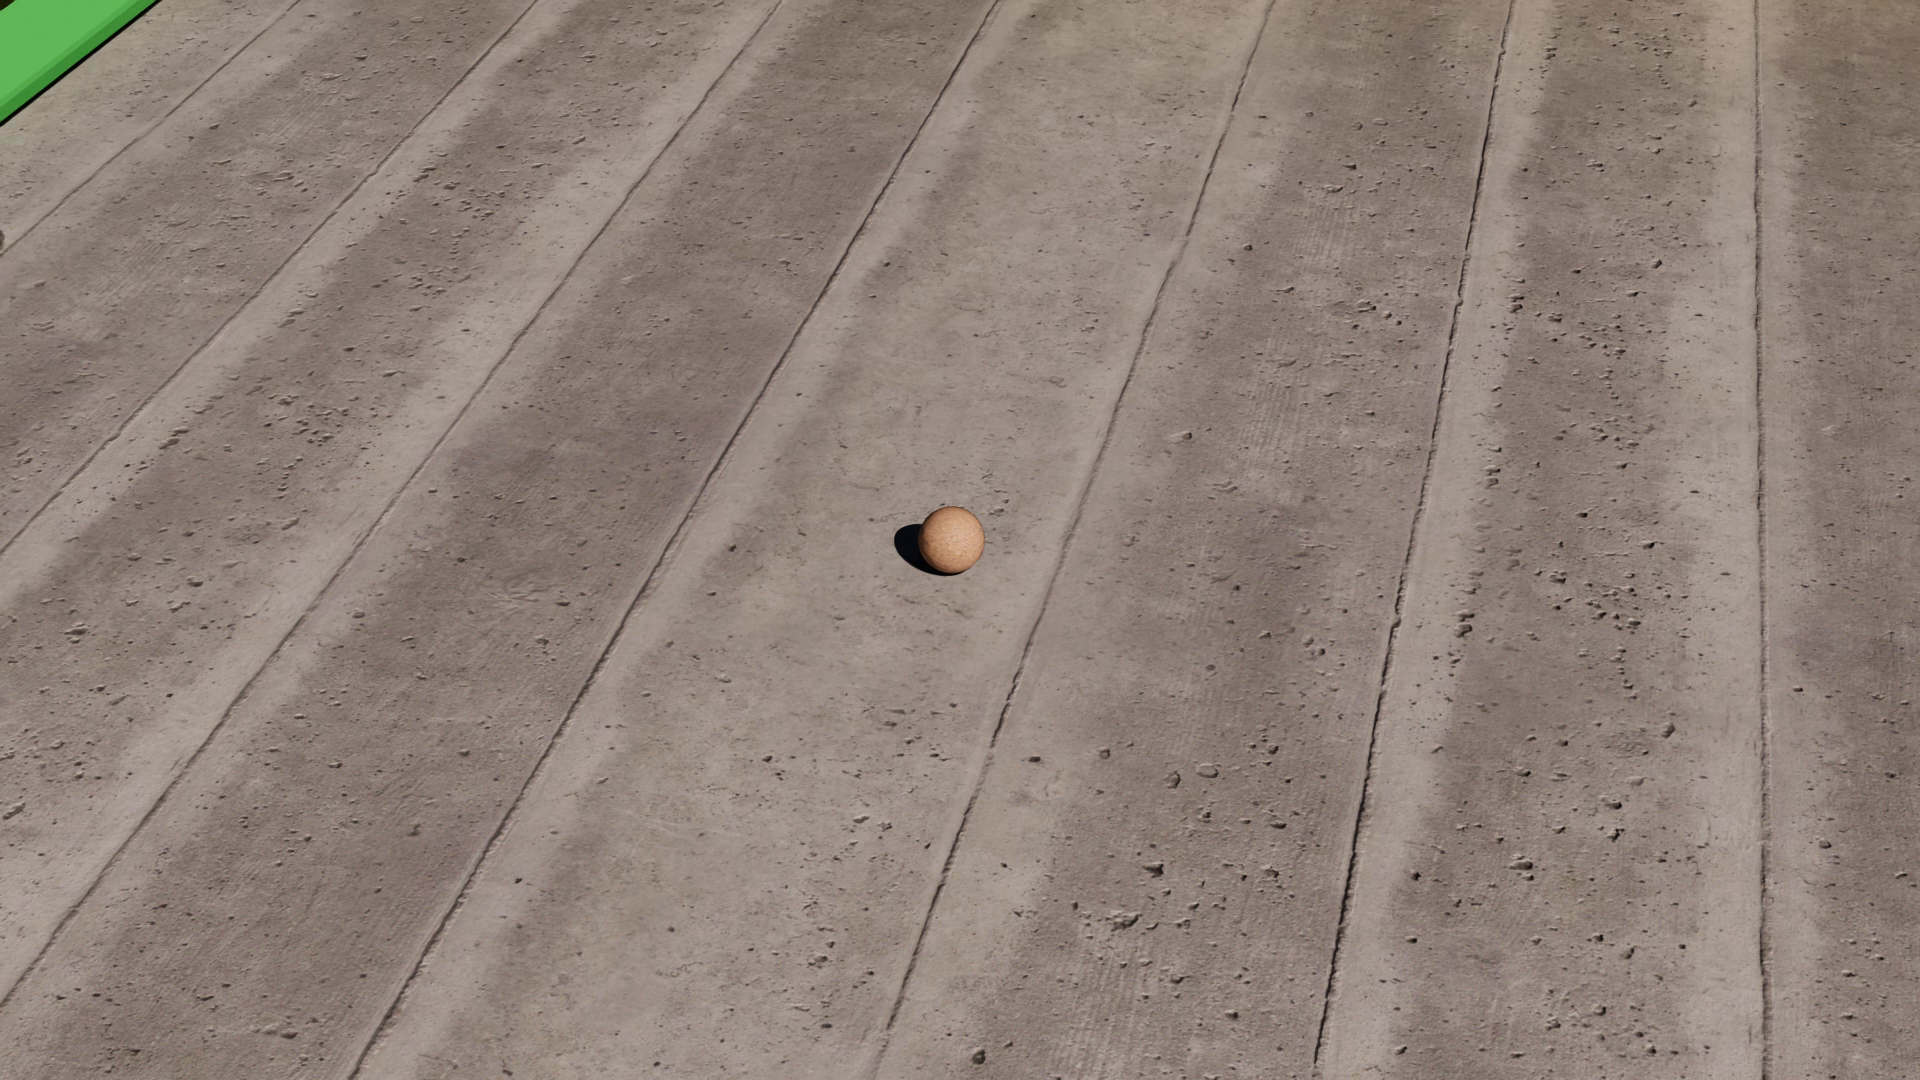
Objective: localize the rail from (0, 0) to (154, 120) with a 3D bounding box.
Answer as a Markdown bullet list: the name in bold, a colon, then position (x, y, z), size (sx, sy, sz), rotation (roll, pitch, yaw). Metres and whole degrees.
- **rail**: position (-1.023, -0.168, 2.047), size (0.045, 0.097, 2.524), rotation (8, 36, 12)

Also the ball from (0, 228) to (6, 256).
- **ball**: position (-0.853, -0.259, 2.226), size (0.045, 0.045, 0.045), rotation (0, 35, 0)

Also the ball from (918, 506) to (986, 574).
- **ball**: position (-0.006, 0.000, 1.850), size (0.048, 0.048, 0.048), rotation (0, 35, 0)
